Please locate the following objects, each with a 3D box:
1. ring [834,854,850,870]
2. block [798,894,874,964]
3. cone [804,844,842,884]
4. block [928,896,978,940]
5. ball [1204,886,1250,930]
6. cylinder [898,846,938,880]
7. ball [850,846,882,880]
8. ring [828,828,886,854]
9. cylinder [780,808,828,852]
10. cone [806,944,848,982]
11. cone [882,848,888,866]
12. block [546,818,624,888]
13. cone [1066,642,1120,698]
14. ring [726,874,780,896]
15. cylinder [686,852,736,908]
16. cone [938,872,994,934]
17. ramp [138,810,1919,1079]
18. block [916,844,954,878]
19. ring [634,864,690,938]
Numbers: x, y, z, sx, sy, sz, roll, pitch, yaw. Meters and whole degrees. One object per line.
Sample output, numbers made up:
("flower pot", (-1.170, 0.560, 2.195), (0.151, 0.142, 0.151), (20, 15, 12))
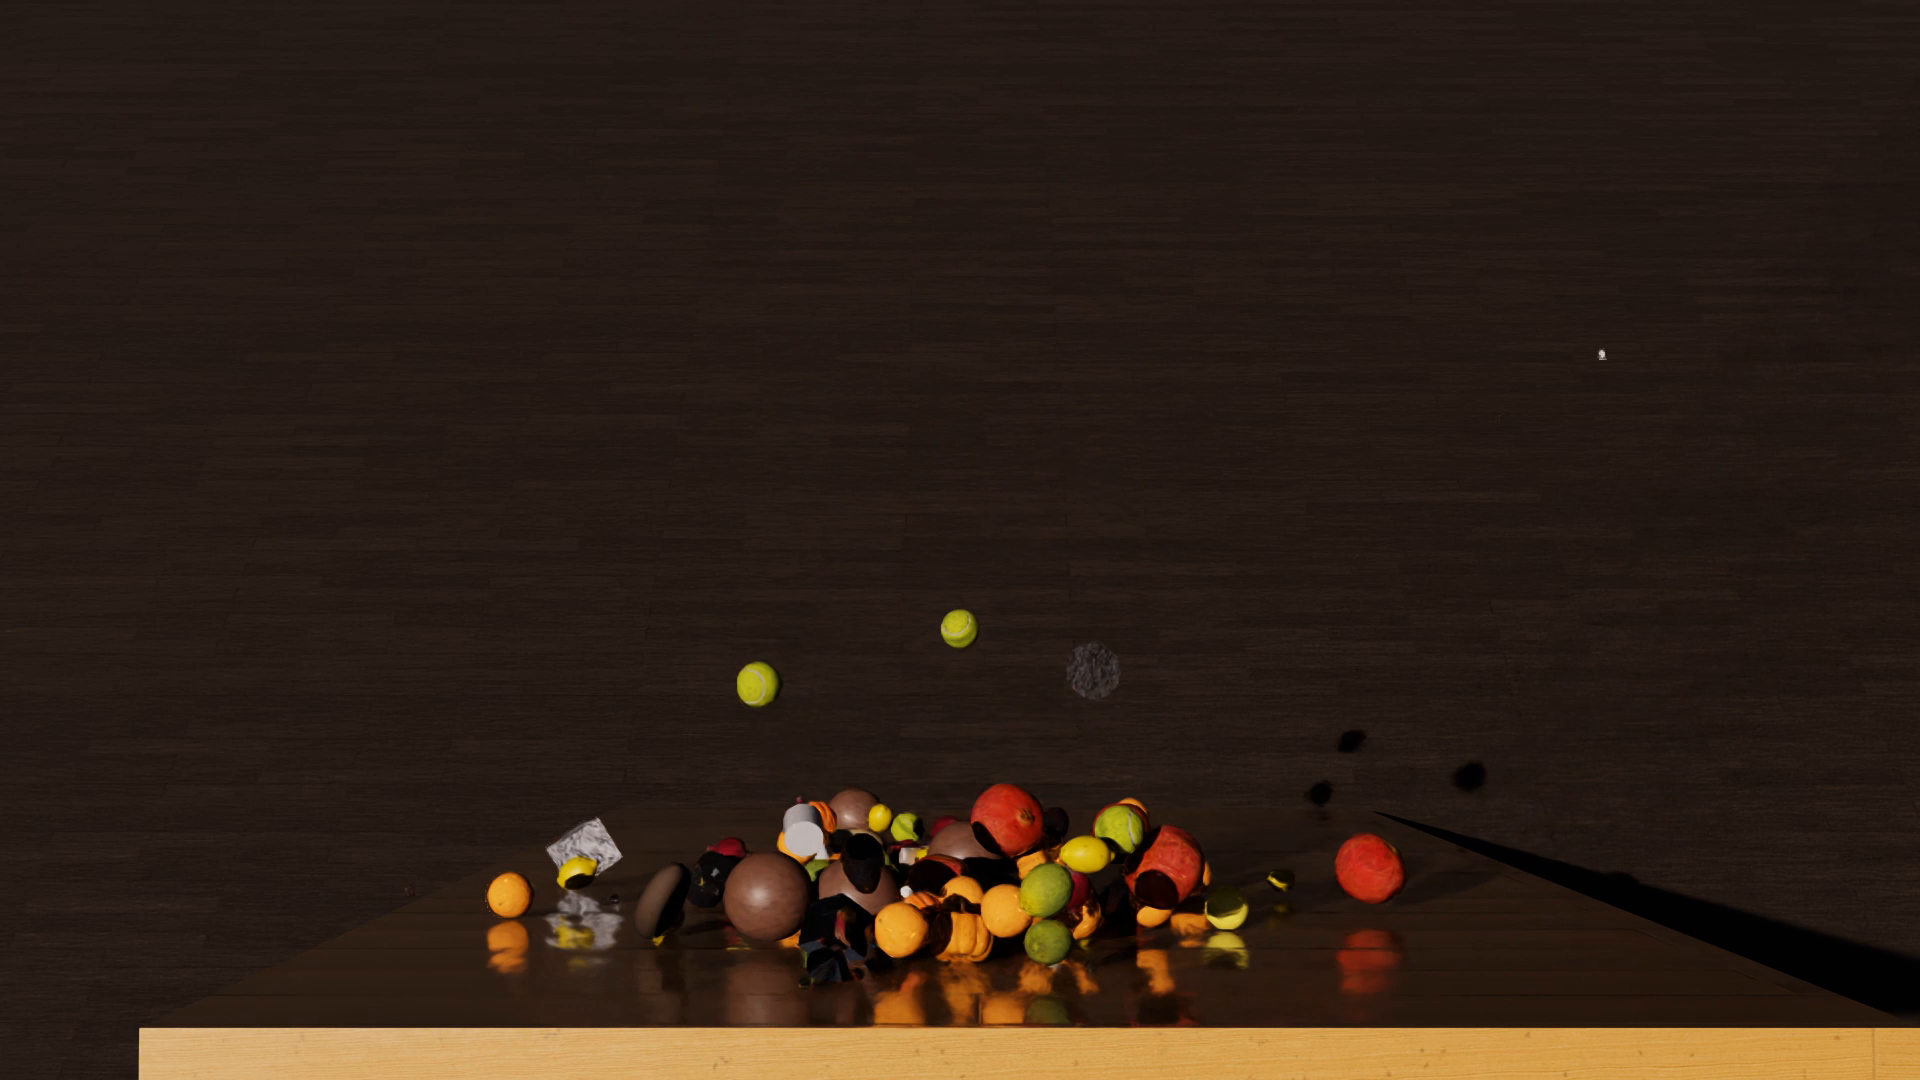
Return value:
("ring", (-0.196, 0.617, 4.986), (0.092, 0.031, 0.092), (2, -7, 0))
("block", (-0.163, 0.515, 3.425), (0.064, 0.064, 0.064), (-22, 41, 36))
("cone", (-0.250, 0.587, 4.742), (0.075, 0.075, 0.075), (0, -2, 0))
("block", (-0.009, 0.550, 3.786), (0.052, 0.052, 0.052), (5, 77, 19))
("ball", (0.403, 0.556, 3.926), (0.067, 0.067, 0.067), (0, 37, 0))
("cylinder", (-0.076, 0.594, 4.776), (0.062, 0.062, 0.062), (0, 36, 12))
("ball", (-0.174, 0.596, 4.805), (0.062, 0.062, 0.062), (0, 37, 0))
("ring", (-0.198, 0.582, 4.998), (0.114, 0.114, 0.038), (4, 71, 5))
("cylinder", (-0.204, 0.377, 3.380), (0.051, 0.051, 0.051), (-13, 5, -16))
("cone", (-0.161, 0.536, 3.348), (0.057, 0.057, 0.057), (11, 26, 14))
("cone", (-0.159, 0.625, 5.064), (0.057, 0.057, 0.057), (-11, 24, -15))
("block", (-0.667, 0.555, 4.620), (0.083, 0.083, 0.083), (-34, 5, -30))
("cone", (0.203, 0.217, 4.246), (0.092, 0.092, 0.092), (-13, -4, -17))
("ring", (-0.359, 0.598, 4.498), (0.098, 0.033, 0.098), (0, -4, 0))
("cylinder", (-0.402, 0.546, 4.174), (0.065, 0.065, 0.065), (19, 41, -18))
("cone", (0.025, 0.568, 3.920), (0.097, 0.097, 0.097), (-13, 29, -17))
("ramp", (0.081, 0.681, 4.910), (2.000, 0.100, 4.000), (0, -2, 0))
("block", (-0.048, 0.601, 4.879), (0.058, 0.058, 0.058), (1, -3, -18))
("ring", (-0.434, 0.526, 3.791), (0.040, 0.120, 0.120), (27, 43, 13))
